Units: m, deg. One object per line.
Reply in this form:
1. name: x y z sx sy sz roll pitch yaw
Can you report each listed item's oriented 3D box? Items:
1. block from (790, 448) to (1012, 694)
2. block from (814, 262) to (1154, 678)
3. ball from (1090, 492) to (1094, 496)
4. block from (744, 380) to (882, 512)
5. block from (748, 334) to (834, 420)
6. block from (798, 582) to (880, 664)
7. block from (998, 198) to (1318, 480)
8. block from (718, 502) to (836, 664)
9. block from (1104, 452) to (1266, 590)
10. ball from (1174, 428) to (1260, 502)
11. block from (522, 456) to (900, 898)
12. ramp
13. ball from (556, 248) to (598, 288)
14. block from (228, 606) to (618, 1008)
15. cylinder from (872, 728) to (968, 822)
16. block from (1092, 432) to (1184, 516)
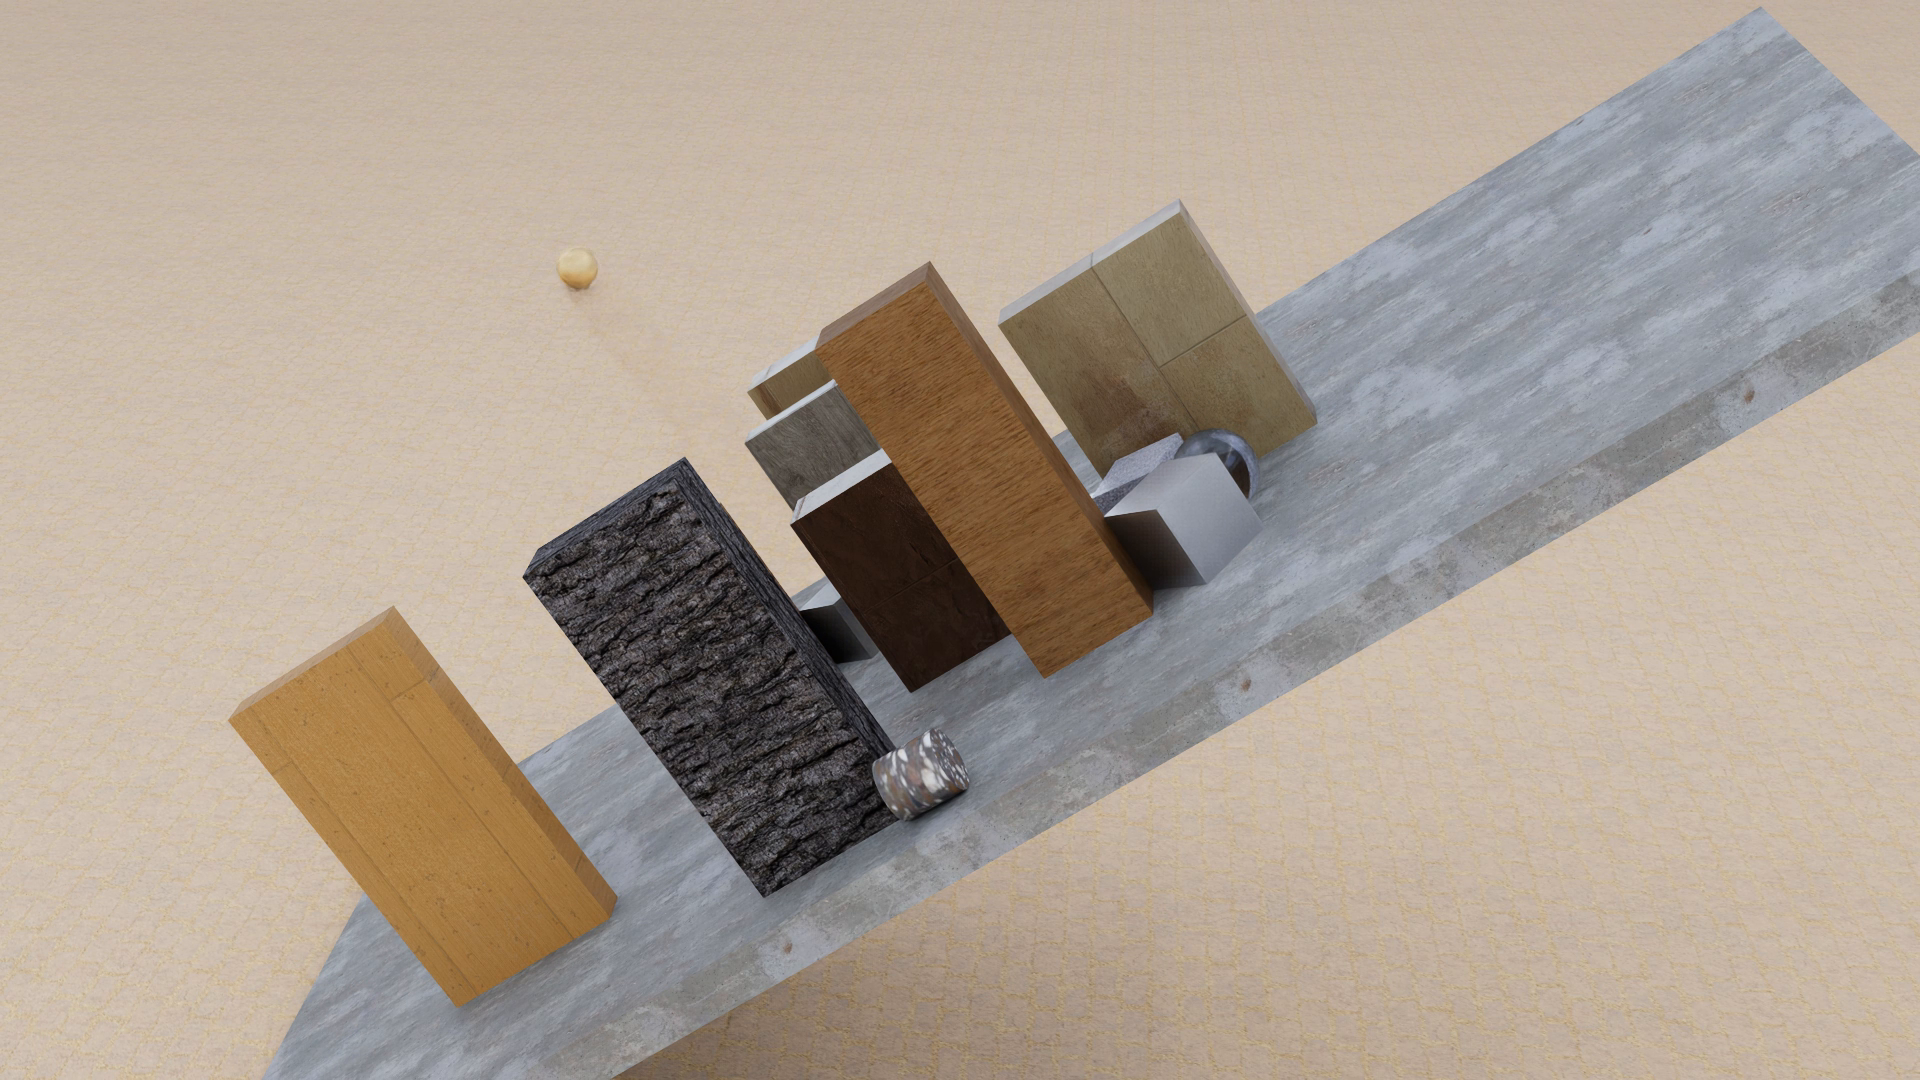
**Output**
1. block: -0.087 0.037 6.136 0.326 0.446 0.148 -31 16 14
2. block: 0.054 -0.131 5.677 0.252 0.794 0.143 -31 16 14
3. ball: 0.300 -0.034 6.122 0.137 0.137 0.137 0 21 0
4. block: -0.213 -0.131 6.838 0.352 0.489 0.080 -31 16 14
5. block: -0.247 -0.235 7.142 0.271 0.532 0.134 -31 16 14
6. block: -0.232 0.166 6.618 0.153 0.153 0.153 -44 17 -30
7. block: 0.412 -0.361 6.116 0.441 0.534 0.116 -31 16 14
8. block: -0.515 0.175 6.603 0.255 0.459 0.084 -31 16 14
9. block: 0.438 -0.035 5.744 0.182 0.182 0.182 -43 17 -26
10. ball: 0.512 -0.136 5.900 0.177 0.177 0.177 0 21 0
11. block: -0.444 0.265 5.559 0.346 0.781 0.147 -31 16 14
12. ramp: 0.139 0.171 6.298 4.000 0.100 2.000 -31 16 14
13. ball: -1.688 -1.199 12.981 0.182 0.182 0.182 0 21 0
14. block: -1.103 0.558 6.075 0.401 0.780 0.095 -31 16 14
15. cylinder: -0.074 0.439 5.494 0.130 0.130 0.130 -30 14 17
16. block: 0.401 -0.088 6.023 0.162 0.162 0.162 -24 18 34
